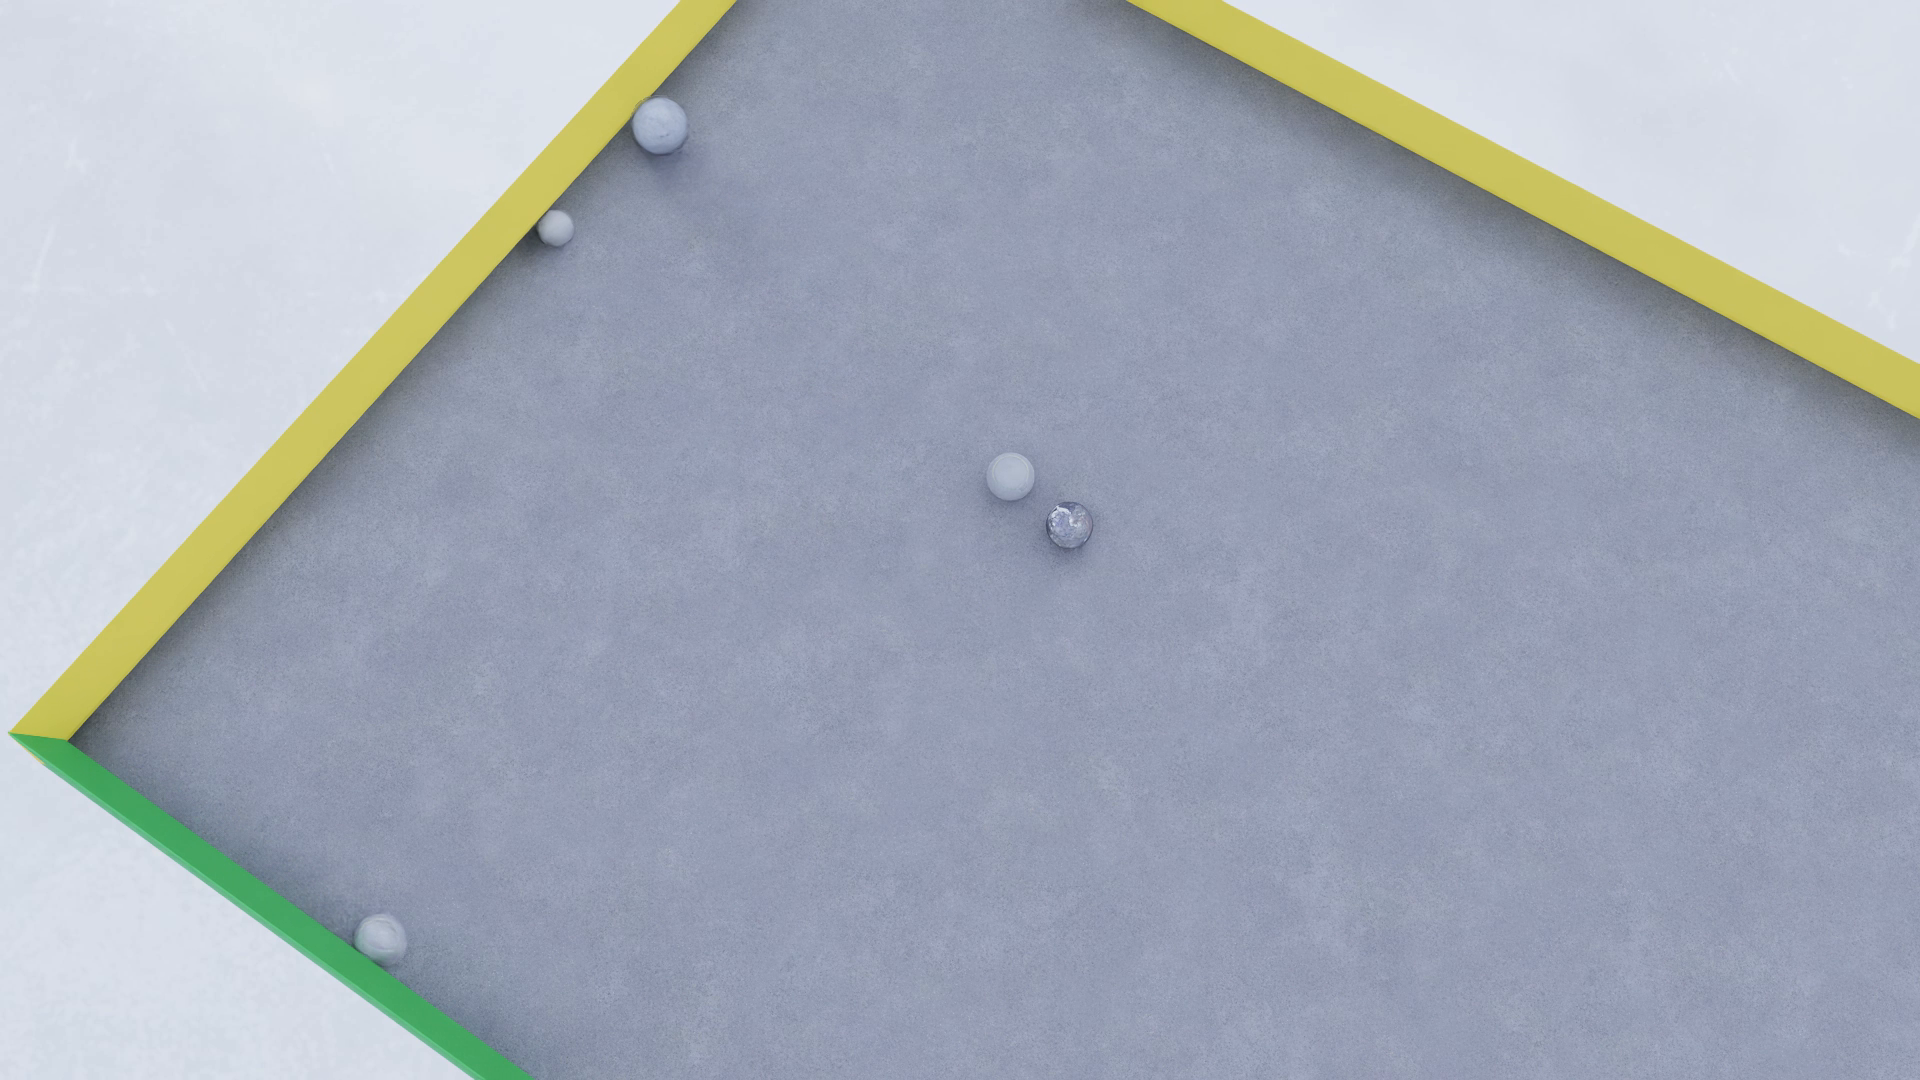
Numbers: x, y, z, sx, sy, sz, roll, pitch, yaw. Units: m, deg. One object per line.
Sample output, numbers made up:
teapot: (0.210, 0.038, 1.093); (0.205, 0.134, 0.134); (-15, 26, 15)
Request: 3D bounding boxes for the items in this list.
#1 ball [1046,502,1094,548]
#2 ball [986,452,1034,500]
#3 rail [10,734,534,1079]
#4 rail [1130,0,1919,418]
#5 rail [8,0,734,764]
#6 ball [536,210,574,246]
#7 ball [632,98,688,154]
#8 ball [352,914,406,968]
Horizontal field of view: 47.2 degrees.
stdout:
ball: (0.179, -0.024, 3.590); (0.078, 0.078, 0.078); (0, 65, 0)
ball: (0.083, -0.105, 3.627); (0.080, 0.080, 0.080); (0, 65, 0)
rail: (0.209, 1.307, 2.925); (3.966, 0.130, 0.045); (31, 68, 14)
rail: (1.433, -0.326, 3.703); (3.966, 0.130, 0.045); (31, 68, 14)
rail: (-0.802, -0.501, 3.787); (0.045, 0.130, 2.231); (31, 68, 14)
ball: (-0.708, -0.545, 3.846); (0.064, 0.064, 0.064); (0, 65, 0)
ball: (-0.534, -0.737, 3.917); (0.100, 0.100, 0.100); (0, 65, 0)
ball: (-0.869, 0.599, 3.292); (0.079, 0.079, 0.079); (0, 65, 0)
